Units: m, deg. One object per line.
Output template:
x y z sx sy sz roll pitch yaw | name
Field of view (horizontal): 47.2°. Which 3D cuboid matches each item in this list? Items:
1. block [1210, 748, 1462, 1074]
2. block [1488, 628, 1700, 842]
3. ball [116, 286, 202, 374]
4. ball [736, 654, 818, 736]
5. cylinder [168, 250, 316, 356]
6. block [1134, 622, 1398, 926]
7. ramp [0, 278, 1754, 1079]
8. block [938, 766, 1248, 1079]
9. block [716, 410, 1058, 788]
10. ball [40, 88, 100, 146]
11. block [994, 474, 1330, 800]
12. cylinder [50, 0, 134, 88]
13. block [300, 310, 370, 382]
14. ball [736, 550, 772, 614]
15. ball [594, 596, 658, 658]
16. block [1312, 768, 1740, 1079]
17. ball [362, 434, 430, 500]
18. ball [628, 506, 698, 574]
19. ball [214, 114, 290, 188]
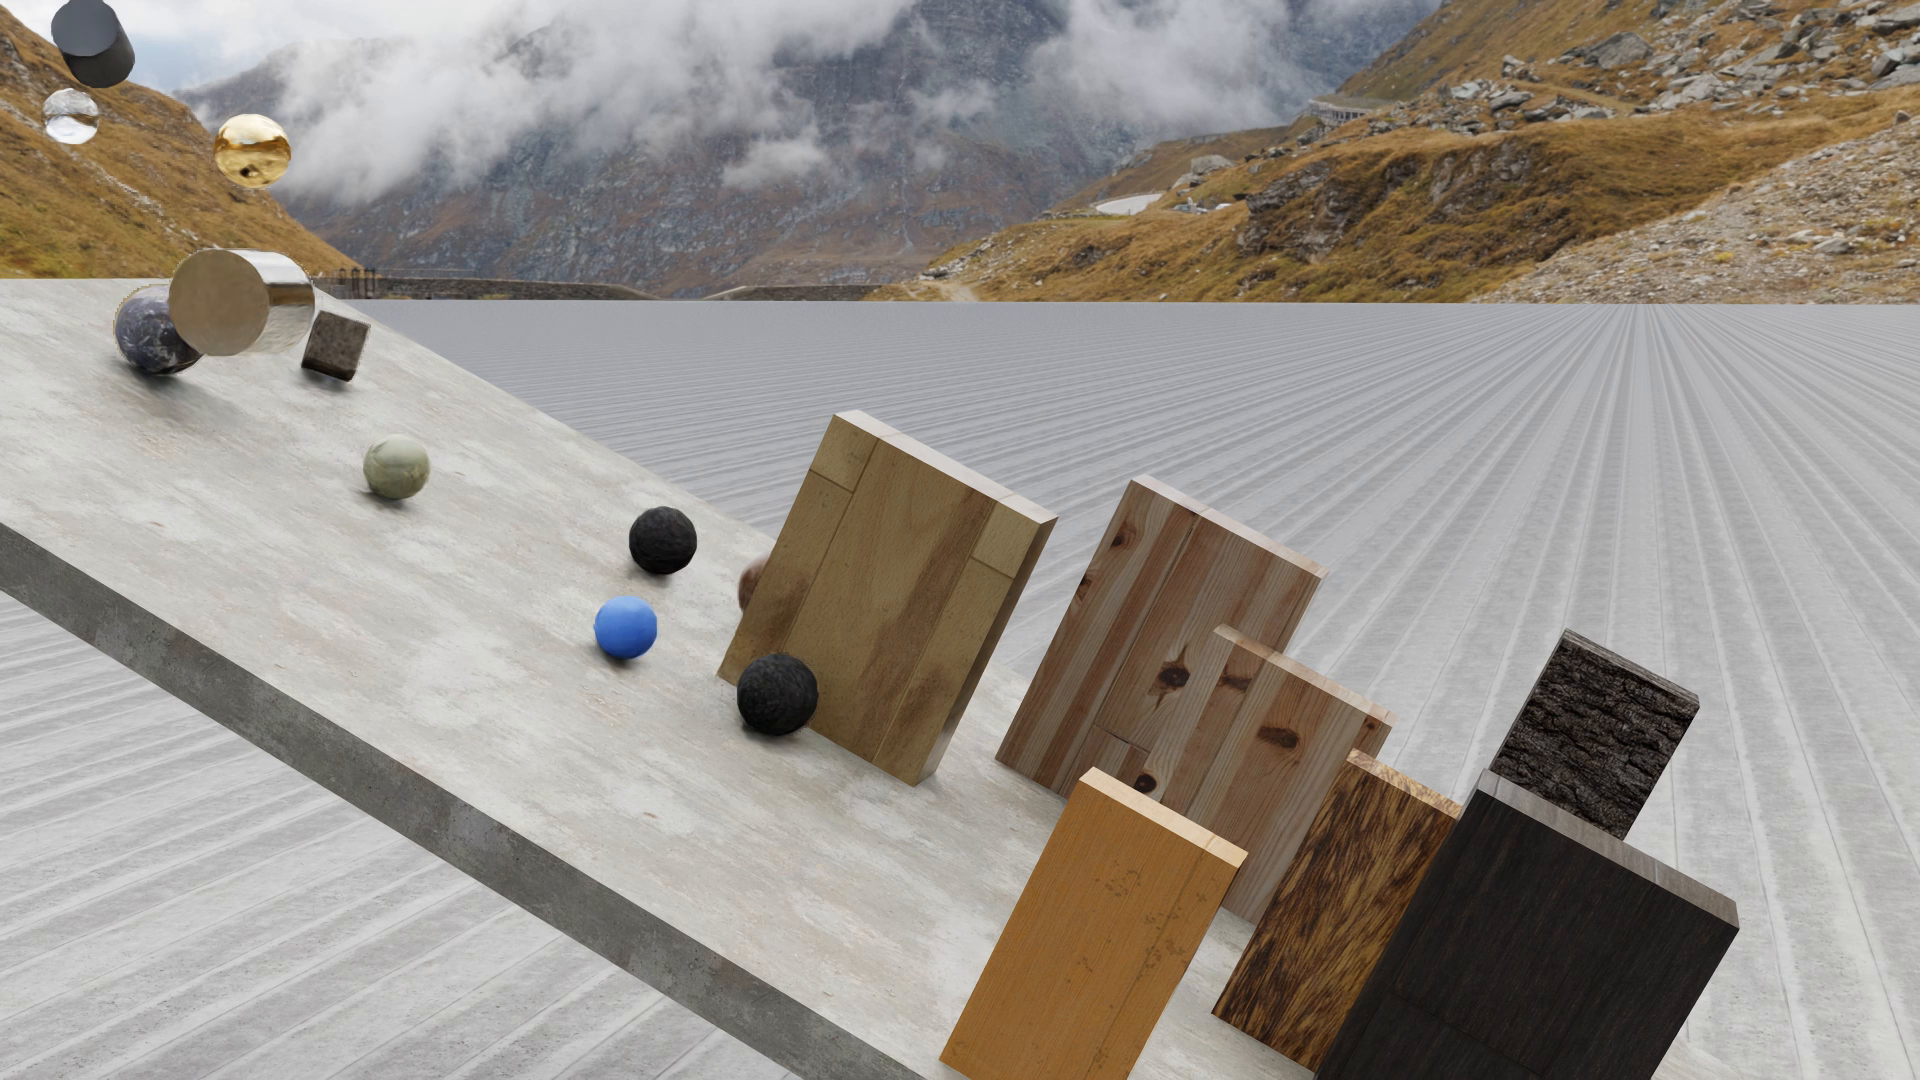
0.730 0.677 3.685 0.427 0.504 0.100 28 14 12 | block
1.254 0.564 4.652 0.302 0.685 0.135 28 14 12 | block
-1.587 -0.417 4.376 0.176 0.176 0.176 0 7 0 | ball
-0.335 0.283 4.029 0.150 0.150 0.150 0 7 0 | ball
-1.398 -0.462 4.288 0.204 0.204 0.204 1 6 8 | cylinder
0.563 0.463 4.258 0.380 0.473 0.112 28 14 12 | block
-0.253 0.428 4.164 4.000 0.100 2.000 28 14 12 | ramp
0.186 0.591 3.113 0.248 0.471 0.084 28 14 12 | block
-0.141 0.107 4.158 0.441 0.560 0.135 28 14 12 | block
-1.778 -0.845 4.396 0.110 0.110 0.110 0 7 0 | ball
0.401 0.251 4.406 0.418 0.641 0.131 28 14 12 | block
-1.739 -0.996 4.412 0.130 0.130 0.130 -1 -16 -7 | cylinder
-1.374 -0.426 4.834 0.109 0.109 0.109 18 -14 -20 | block
-0.376 0.107 4.566 0.173 0.173 0.173 0 7 0 | ball
-0.616 0.161 4.057 0.117 0.117 0.117 0 7 0 | ball
0.808 0.734 3.283 0.406 0.657 0.143 28 14 12 | block
-1.103 -0.142 4.306 0.129 0.129 0.129 0 7 0 | ball
-0.621 0.001 4.593 0.143 0.143 0.143 0 7 0 | ball
-1.414 -0.777 4.392 0.148 0.148 0.148 0 7 0 | ball
